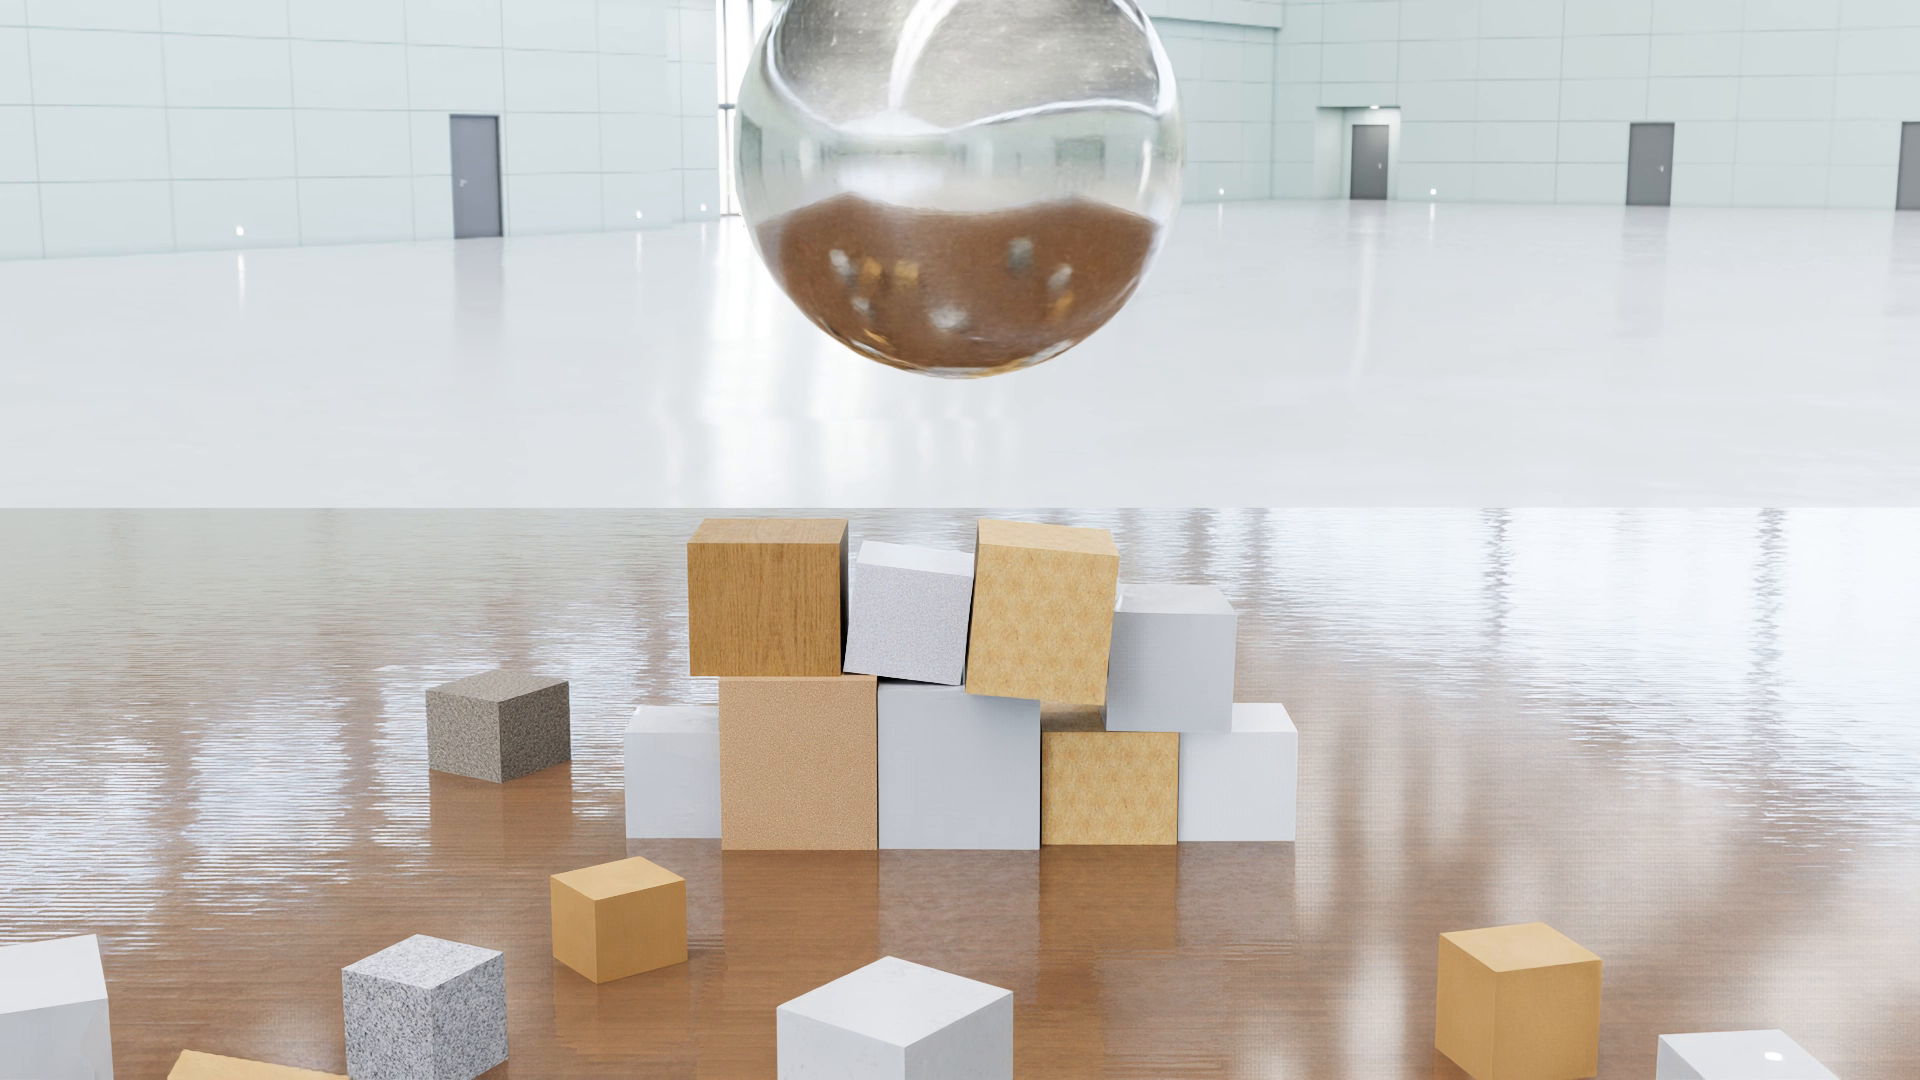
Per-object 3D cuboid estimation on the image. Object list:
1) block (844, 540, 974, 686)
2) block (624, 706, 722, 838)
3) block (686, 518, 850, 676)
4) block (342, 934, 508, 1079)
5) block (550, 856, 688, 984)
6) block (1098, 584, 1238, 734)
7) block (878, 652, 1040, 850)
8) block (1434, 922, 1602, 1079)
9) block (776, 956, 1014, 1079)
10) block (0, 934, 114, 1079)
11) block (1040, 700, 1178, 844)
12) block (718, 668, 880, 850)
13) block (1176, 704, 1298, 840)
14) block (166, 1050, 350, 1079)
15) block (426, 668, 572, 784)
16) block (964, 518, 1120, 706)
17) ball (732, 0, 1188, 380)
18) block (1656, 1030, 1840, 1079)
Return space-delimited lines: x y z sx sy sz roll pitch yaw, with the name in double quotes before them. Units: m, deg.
"block" -0.253 0.364 11.237 0.585 0.557 0.624 7 10 -1
"block" -1.452 1.199 11.416 0.496 0.556 0.526 0 10 0
"block" -0.966 0.284 11.247 0.752 0.675 0.720 0 10 1
"block" -2.038 1.811 8.395 0.431 0.432 0.421 5 12 27
"block" -1.477 1.638 9.525 0.440 0.368 0.400 -8 13 -37
"block" 1.044 0.598 11.303 0.627 0.607 0.722 1 10 -2
"block" 0.001 1.076 11.364 0.806 0.817 0.820 0 10 1
"block" 2.141 1.783 8.450 0.452 0.468 0.424 -3 11 -17
"block" -0.221 1.872 7.650 0.562 0.580 0.605 8 13 37
"block" -3.219 1.833 7.457 0.623 0.726 0.650 -5 11 -24
"block" 0.754 1.187 11.403 0.683 0.585 0.706 0 10 0
"block" -0.804 1.050 11.354 0.780 0.871 0.831 0 10 0
"block" 1.403 1.195 11.395 0.595 0.572 0.575 0 10 0
"block" -2.244 1.982 6.809 0.521 0.557 0.499 12 9 -8
"block" -2.621 1.049 12.505 0.555 0.462 0.574 6 12 31
"block" 0.397 0.347 10.994 0.677 0.745 0.716 5 10 -1
"ball" 0.000 -1.367 7.731 1.600 1.600 1.600 0 10 0
"block" 2.633 1.973 7.349 0.434 0.488 0.497 -1 10 -6
